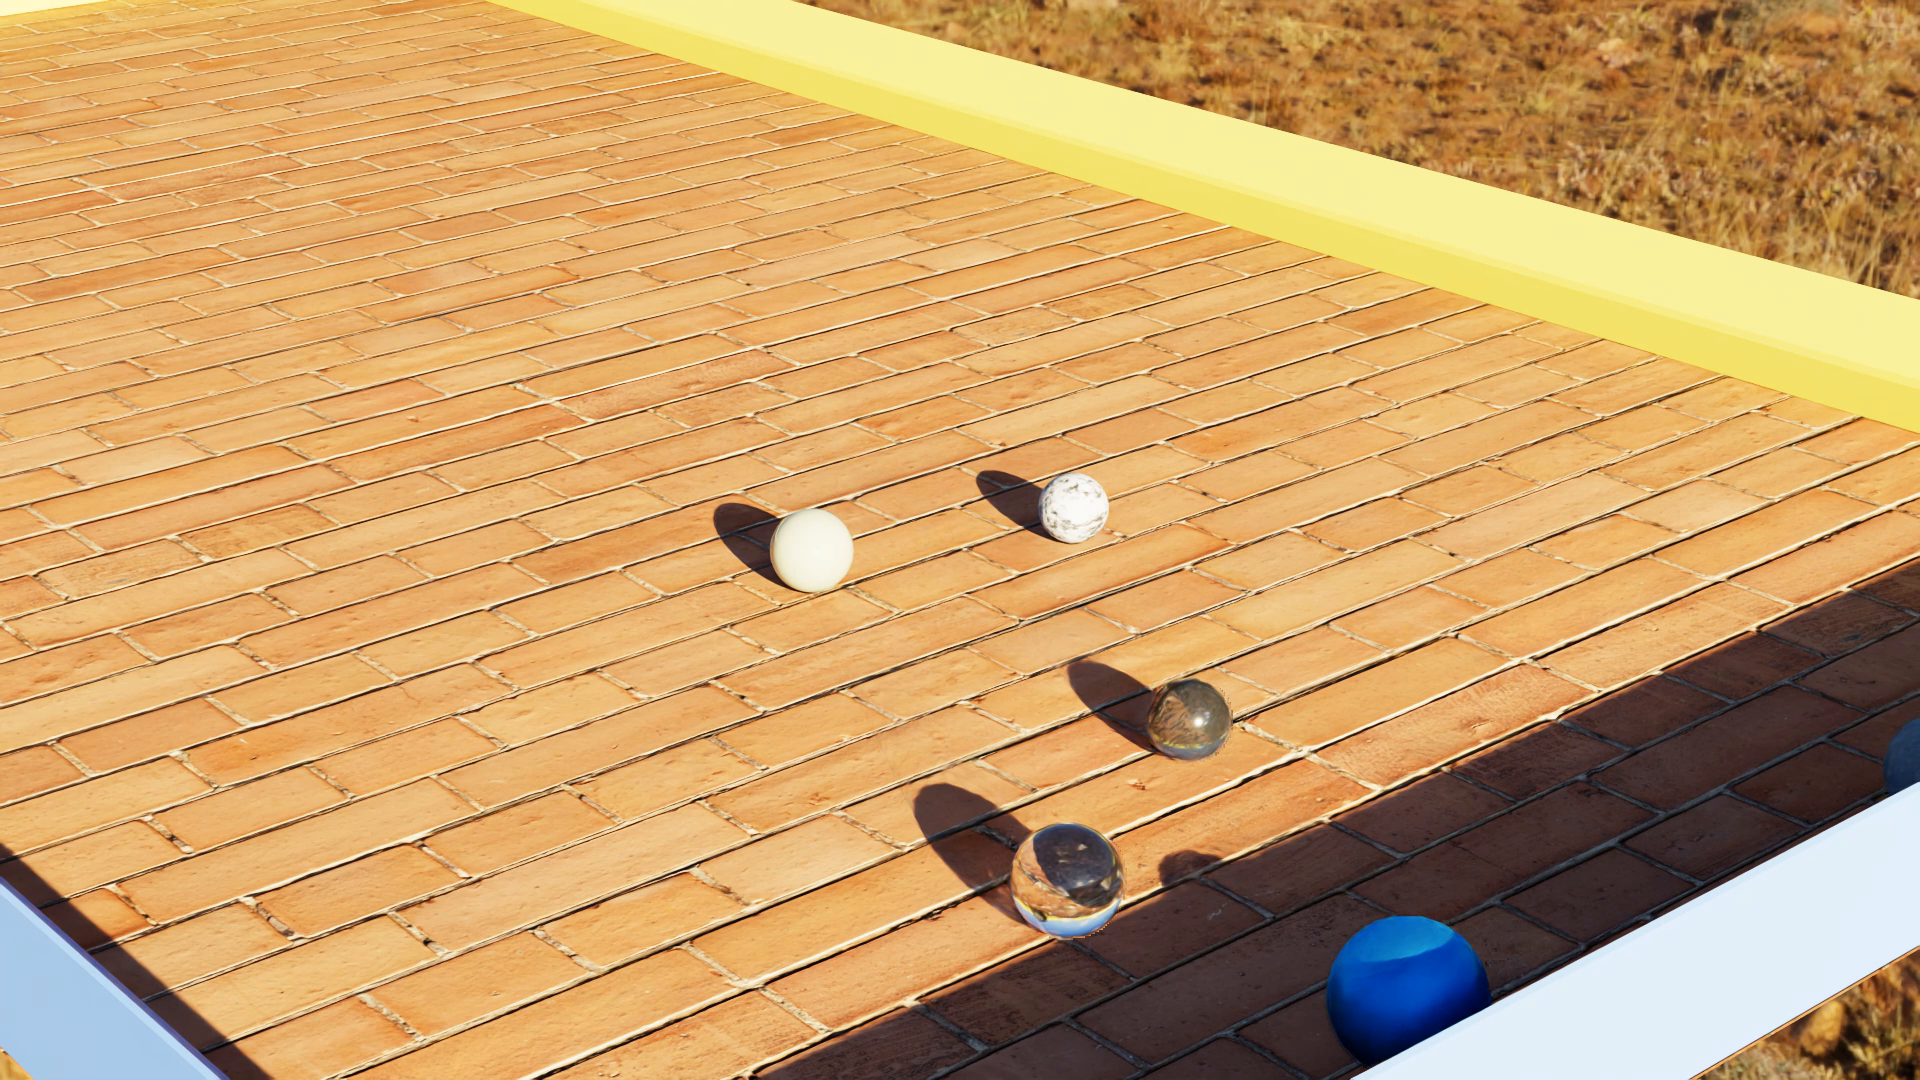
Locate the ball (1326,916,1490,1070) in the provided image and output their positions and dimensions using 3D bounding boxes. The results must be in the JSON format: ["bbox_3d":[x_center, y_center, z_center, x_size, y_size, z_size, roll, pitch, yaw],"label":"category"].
[{"bbox_3d":[0.266,0.271,1.744,0.096,0.096,0.096,0,22,0],"label":"ball"}]

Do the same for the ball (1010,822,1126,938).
[{"bbox_3d":[0.069,0.219,1.898,0.075,0.075,0.075,0,22,0],"label":"ball"}]

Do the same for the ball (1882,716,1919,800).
[{"bbox_3d":[0.681,0.160,2.031,0.083,0.083,0.083,0,22,0],"label":"ball"}]

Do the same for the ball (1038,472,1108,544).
[{"bbox_3d":[0.097,-0.027,2.514,0.060,0.060,0.060,0,22,0],"label":"ball"}]

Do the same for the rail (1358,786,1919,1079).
[{"bbox_3d":[0.543,0.216,1.837,1.828,0.125,0.045,-18,28,-37],"label":"rail"}]

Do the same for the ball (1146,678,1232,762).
[{"bbox_3d":[0.166,0.130,2.131,0.061,0.061,0.061,0,22,0],"label":"ball"}]

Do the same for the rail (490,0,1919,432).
[{"bbox_3d":[0.119,-0.498,3.568,0.045,0.125,3.449,-18,28,-37],"label":"rail"}]

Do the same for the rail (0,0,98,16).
[{"bbox_3d":[-1.661,-0.772,4.232,1.828,0.125,0.045,-18,28,-37],"label":"rail"}]

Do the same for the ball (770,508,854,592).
[{"bbox_3d":[-0.122,0.009,2.415,0.069,0.069,0.069,0,22,0],"label":"ball"}]

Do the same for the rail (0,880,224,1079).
[{"bbox_3d":[-1.237,-0.058,2.501,0.045,0.125,3.449,-18,28,-37],"label":"rail"}]
